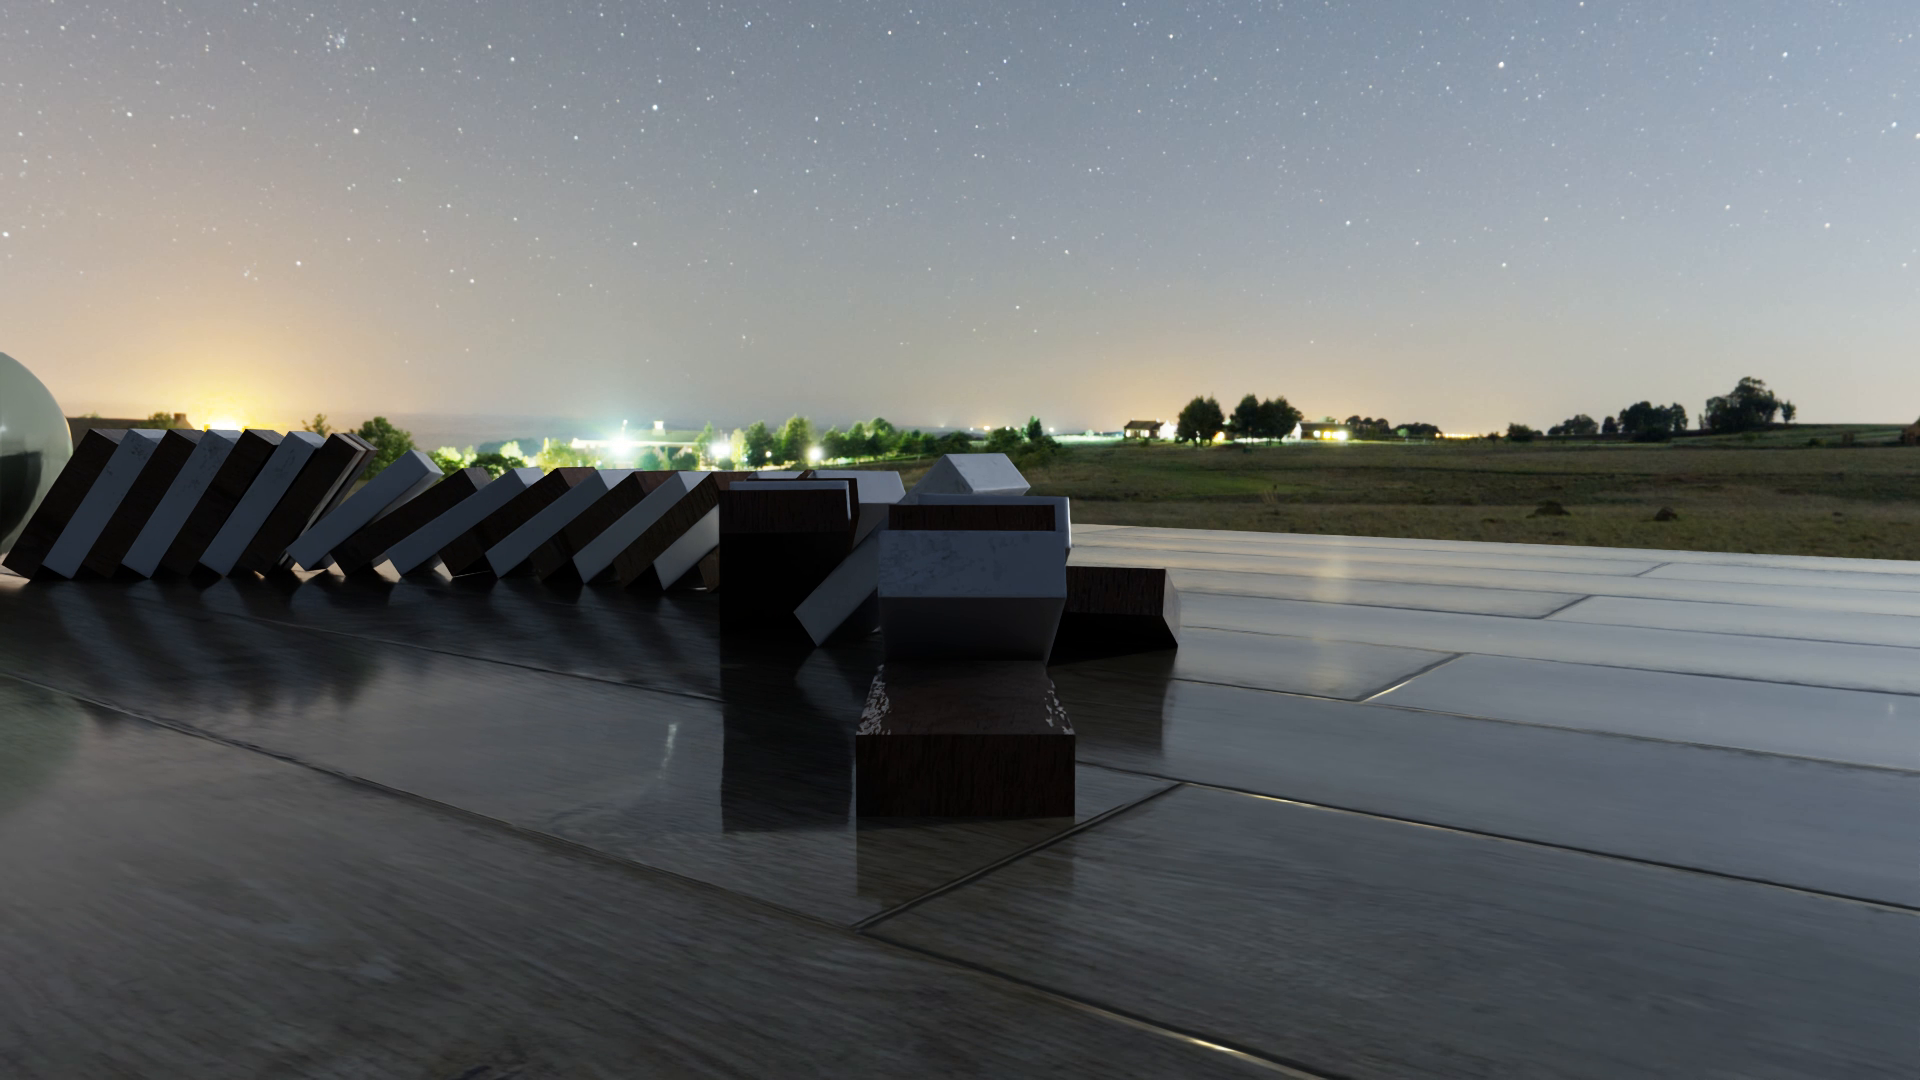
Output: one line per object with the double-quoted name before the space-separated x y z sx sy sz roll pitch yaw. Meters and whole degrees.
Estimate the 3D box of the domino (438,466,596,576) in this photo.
"domino" -0.142 -0.006 0.417 0.050 0.009 0.025 -33 -2 11

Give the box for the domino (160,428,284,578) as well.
"domino" -0.238 -0.013 0.419 0.010 0.050 0.025 32 -2 -11

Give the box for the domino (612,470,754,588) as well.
"domino" -0.077 -0.003 0.376 0.050 0.009 0.025 -36 -17 32

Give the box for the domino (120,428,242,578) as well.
"domino" -0.249 -0.012 0.418 0.010 0.050 0.025 32 -2 -11

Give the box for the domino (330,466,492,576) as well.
"domino" -0.180 -0.007 0.425 0.050 0.010 0.025 -33 7 -3

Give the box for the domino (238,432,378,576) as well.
"domino" -0.214 -0.012 0.423 0.010 0.050 0.025 36 -2 -10

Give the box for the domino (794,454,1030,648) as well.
"domino" -0.010 0.002 0.270 0.050 0.009 0.025 -45 -18 25

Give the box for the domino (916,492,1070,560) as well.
"domino" 0.004 0.008 0.232 0.025 0.010 0.050 1 -27 -3

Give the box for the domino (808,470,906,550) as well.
"domino" -0.037 -0.001 0.335 0.025 0.009 0.050 -1 -29 -38

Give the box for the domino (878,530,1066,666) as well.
"domino" 0.001 0.013 0.194 0.025 0.010 0.050 0 -22 -1

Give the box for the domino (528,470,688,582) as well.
"domino" -0.107 -0.005 0.398 0.050 0.009 0.025 -33 -11 25

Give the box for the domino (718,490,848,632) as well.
"domino" -0.039 0.005 0.274 0.025 0.009 0.050 -1 -26 -11

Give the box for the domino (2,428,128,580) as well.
"domino" -0.283 -0.012 0.412 0.010 0.050 0.025 32 -2 -11

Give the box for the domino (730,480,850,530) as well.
"domino" -0.040 0.003 0.293 0.025 0.010 0.050 -1 -28 -11

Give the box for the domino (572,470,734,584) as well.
"domino" -0.091 -0.004 0.389 0.050 0.010 0.025 -34 -12 27

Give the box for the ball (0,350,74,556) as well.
"ball" -0.340 -0.029 0.422 0.080 0.080 0.080 0 4 0

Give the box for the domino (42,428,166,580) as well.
"domino" -0.271 -0.012 0.414 0.010 0.050 0.025 32 -2 -11

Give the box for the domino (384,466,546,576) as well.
"domino" -0.161 -0.007 0.423 0.050 0.009 0.025 -32 3 3

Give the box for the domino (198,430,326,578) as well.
"domino" -0.226 -0.012 0.421 0.009 0.050 0.025 34 -2 -11

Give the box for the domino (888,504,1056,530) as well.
"domino" 0.002 0.010 0.214 0.025 0.010 0.050 0 -26 -1

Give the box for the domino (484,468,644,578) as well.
"domino" -0.124 -0.005 0.409 0.050 0.009 0.025 -33 -7 18

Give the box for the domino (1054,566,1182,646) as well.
"domino" 0.019 0.013 0.268 0.050 0.009 0.025 1 -18 17

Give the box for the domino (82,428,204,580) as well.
"domino" -0.260 -0.012 0.416 0.009 0.050 0.025 32 -2 -11

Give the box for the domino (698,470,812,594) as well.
"domino" -0.047 -0.002 0.352 0.050 0.009 0.025 -36 -21 33

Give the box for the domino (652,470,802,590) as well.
"domino" -0.062 -0.002 0.364 0.050 0.009 0.025 -36 -19 33

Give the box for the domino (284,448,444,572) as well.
"domino" -0.197 -0.010 0.427 0.050 0.010 0.025 -41 8 -9

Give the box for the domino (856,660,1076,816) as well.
"domino" 0.000 0.025 0.171 0.025 0.009 0.050 0 4 0

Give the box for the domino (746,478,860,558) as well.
"domino" -0.040 0.002 0.311 0.025 0.009 0.050 -1 -28 -12
